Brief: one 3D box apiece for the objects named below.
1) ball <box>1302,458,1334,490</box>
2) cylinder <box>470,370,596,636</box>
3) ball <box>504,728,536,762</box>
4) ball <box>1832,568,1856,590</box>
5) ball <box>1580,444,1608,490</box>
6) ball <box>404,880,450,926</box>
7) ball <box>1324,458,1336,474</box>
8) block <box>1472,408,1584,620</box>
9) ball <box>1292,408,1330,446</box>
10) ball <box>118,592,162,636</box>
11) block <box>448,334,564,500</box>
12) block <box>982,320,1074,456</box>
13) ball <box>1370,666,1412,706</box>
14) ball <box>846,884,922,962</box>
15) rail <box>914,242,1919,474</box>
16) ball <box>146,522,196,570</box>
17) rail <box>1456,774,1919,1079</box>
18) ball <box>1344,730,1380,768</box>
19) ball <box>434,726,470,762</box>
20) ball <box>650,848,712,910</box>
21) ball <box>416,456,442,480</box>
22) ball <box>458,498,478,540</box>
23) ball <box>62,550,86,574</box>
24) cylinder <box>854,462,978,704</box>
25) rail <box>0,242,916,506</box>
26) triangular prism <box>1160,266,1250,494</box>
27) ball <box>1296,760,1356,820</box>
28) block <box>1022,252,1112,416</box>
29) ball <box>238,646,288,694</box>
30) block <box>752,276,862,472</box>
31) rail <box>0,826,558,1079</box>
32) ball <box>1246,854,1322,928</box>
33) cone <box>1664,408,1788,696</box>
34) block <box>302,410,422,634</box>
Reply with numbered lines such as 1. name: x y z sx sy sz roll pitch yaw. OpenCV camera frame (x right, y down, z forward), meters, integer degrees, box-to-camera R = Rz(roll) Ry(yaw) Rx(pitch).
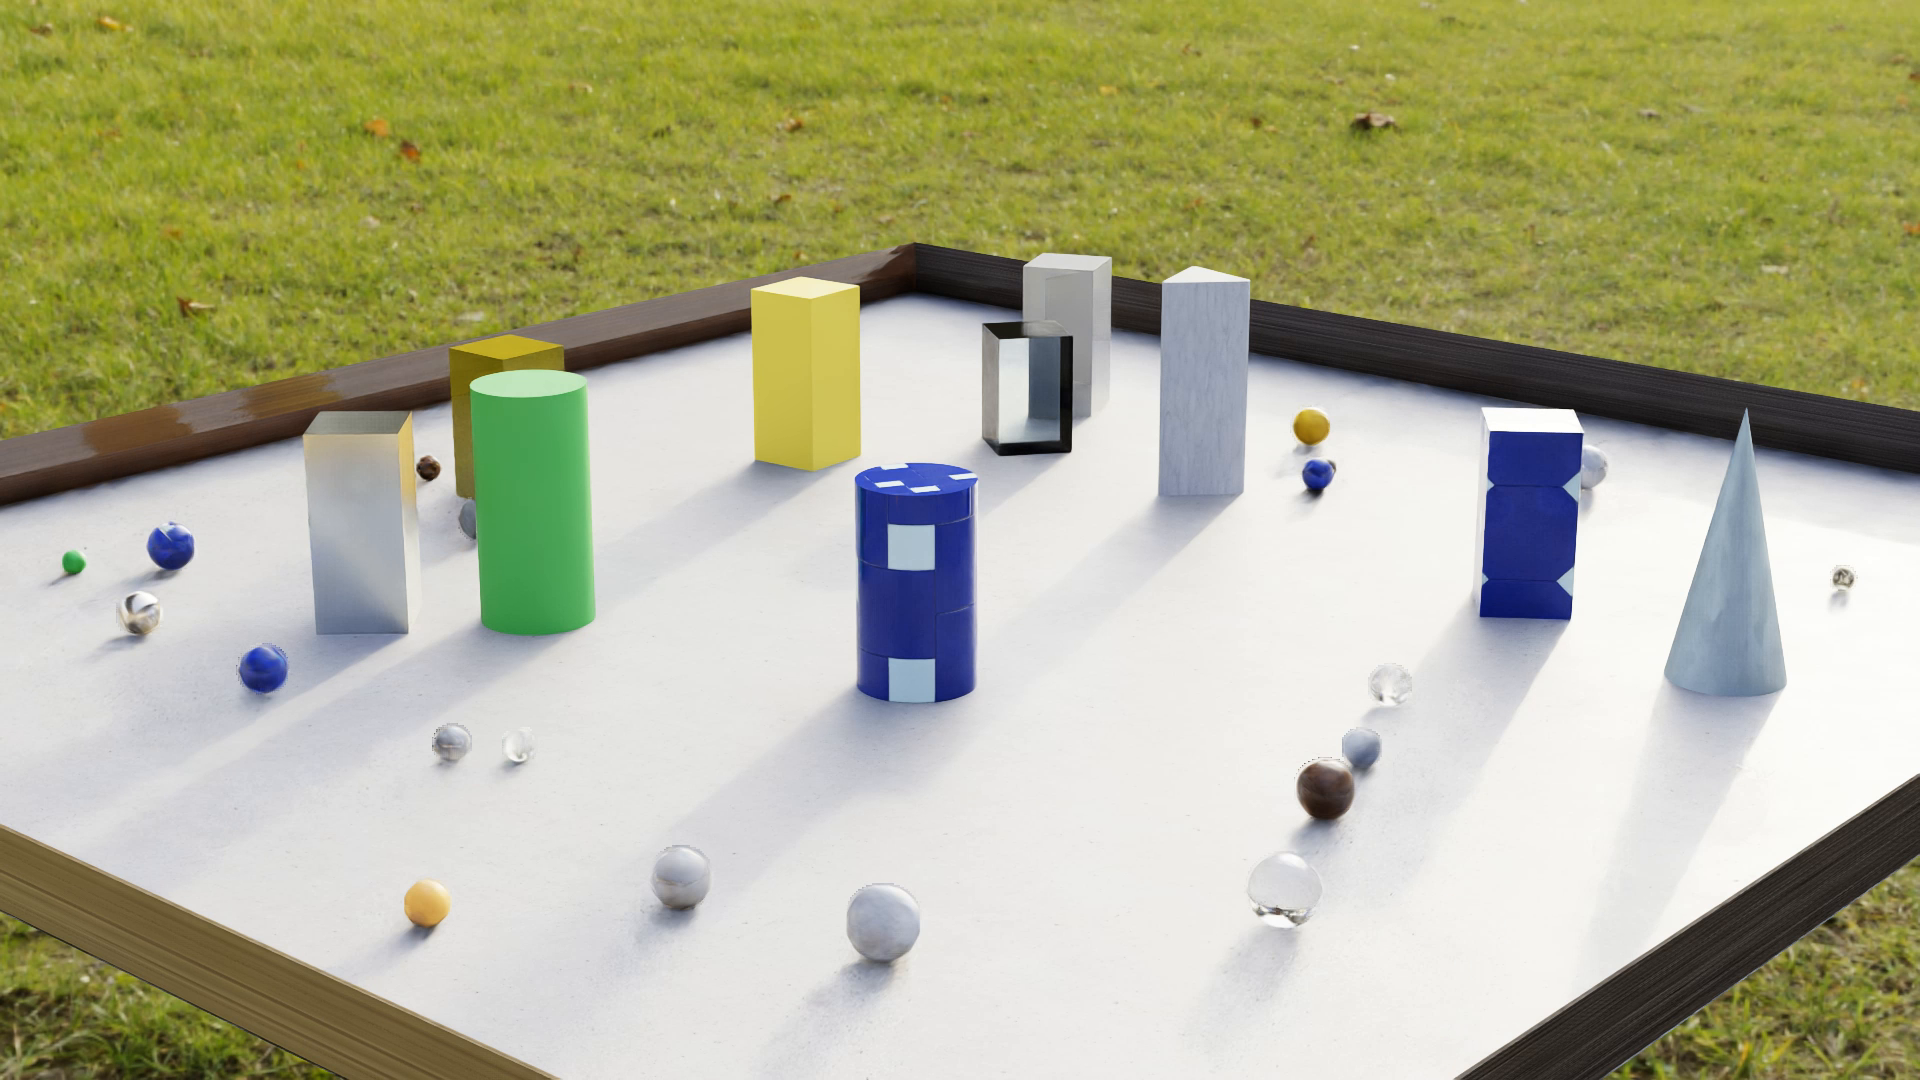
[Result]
1. ball: 0.703 -0.130 5.765 0.064 0.064 0.064 0 17 0
2. cylinder: -0.720 -0.065 4.949 0.194 0.411 0.194 0 17 0
3. ball: -0.653 0.304 4.353 0.049 0.049 0.049 0 17 0
4. ball: 1.552 0.068 5.150 0.040 0.040 0.040 0 17 0
5. ball: 1.229 -0.143 5.766 0.088 0.088 0.088 0 17 0
6. ball: -0.688 0.469 3.787 0.060 0.060 0.060 0 17 0
7. ball: 0.733 -0.145 5.856 0.040 0.040 0.040 0 17 0
8. block: 0.972 -0.046 5.029 0.155 0.329 0.155 1 17 5
9. ball: 0.731 -0.237 6.095 0.079 0.079 0.079 0 17 0
10. ball: -1.374 0.123 4.912 0.073 0.073 0.073 0 17 0
11. block: -0.875 -0.231 5.699 0.155 0.296 0.155 14 21 38
12. block: 0.138 -0.316 6.067 0.155 0.246 0.155 -4 17 -12
13. ball: 0.673 0.228 4.579 0.064 0.064 0.064 0 17 0
14. ball: -0.096 0.482 3.685 0.095 0.095 0.095 0 17 0
15. rail: 1.198 -0.367 6.441 3.523 0.126 0.045 14 22 39
16. ball: -1.414 0.011 5.258 0.087 0.087 0.087 0 17 0
17. rail: 1.312 0.361 4.029 0.045 0.126 3.702 14 22 39
18. ball: 0.594 0.308 4.330 0.055 0.055 0.055 0 17 0
19. ball: -0.754 0.302 4.353 0.052 0.052 0.052 0 17 0
20. ball: -0.365 0.443 3.839 0.080 0.080 0.080 0 17 0
21. ball: -1.056 -0.143 5.834 0.050 0.050 0.050 0 17 0
22. ball: -0.889 -0.040 5.439 0.080 0.080 0.080 0 17 0
23. ball: -1.584 0.039 5.241 0.044 0.044 0.044 0 17 0
24. cylinder: -0.069 0.066 4.640 0.194 0.339 0.194 0 17 0
25. rail: -1.312 -0.298 6.211 0.045 0.126 3.702 14 22 39
26. triangular prism: 0.467 -0.314 5.754 0.168 0.424 0.145 -2 17 -5
27. ball: 0.516 0.352 4.133 0.085 0.085 0.085 0 17 0
28. block: 0.233 -0.447 6.374 0.155 0.321 0.155 5 18 17
29. ball: -1.102 0.205 4.638 0.075 0.075 0.075 0 17 0
30. block: -0.311 -0.339 5.956 0.155 0.354 0.155 12 21 35
31. rail: -1.198 0.430 3.799 3.523 0.126 0.045 14 22 39
32. ball: 0.419 0.452 3.779 0.097 0.097 0.097 0 17 0
33. cone: 1.232 0.005 4.655 0.194 0.448 0.194 0 17 0
34. block: -1.005 -0.030 4.946 0.155 0.347 0.155 0 17 -2
